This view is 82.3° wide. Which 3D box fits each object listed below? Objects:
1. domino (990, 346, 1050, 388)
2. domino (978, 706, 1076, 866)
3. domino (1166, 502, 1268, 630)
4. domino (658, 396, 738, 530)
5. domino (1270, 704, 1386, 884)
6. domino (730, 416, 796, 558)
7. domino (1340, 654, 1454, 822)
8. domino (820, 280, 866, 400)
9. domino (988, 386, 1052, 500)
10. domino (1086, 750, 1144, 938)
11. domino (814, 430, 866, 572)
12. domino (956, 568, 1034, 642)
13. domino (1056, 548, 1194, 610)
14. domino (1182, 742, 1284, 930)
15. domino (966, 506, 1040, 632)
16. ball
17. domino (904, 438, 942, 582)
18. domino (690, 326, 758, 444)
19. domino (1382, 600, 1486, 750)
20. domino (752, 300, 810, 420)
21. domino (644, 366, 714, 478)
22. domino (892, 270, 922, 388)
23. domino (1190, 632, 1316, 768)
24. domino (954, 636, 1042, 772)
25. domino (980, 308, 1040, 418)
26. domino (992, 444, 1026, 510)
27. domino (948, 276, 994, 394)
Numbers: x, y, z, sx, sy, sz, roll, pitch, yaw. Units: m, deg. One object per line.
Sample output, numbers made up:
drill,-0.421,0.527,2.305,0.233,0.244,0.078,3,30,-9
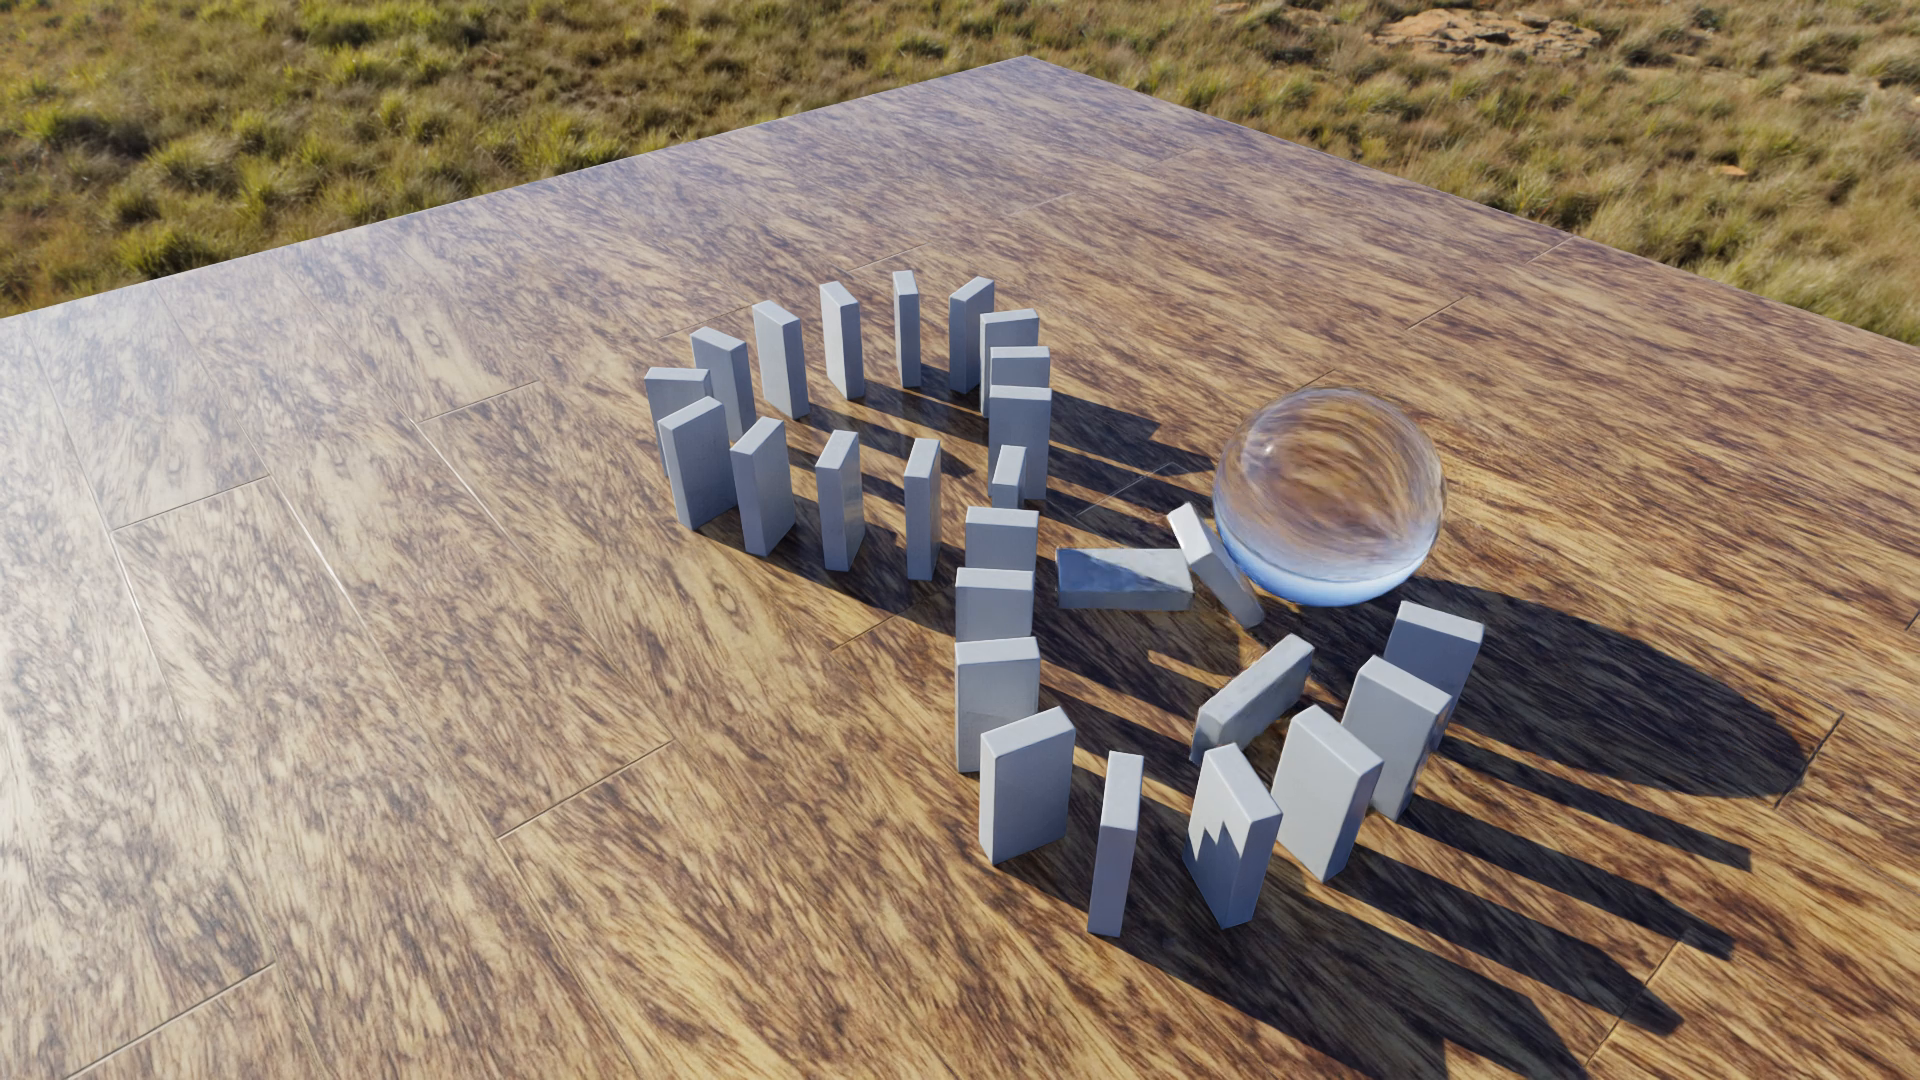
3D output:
domino,0.026,-0.061,0.486,0.025,0.050,0.010,-1,39,-1
domino,0.019,0.073,0.323,0.025,0.050,0.009,-16,42,-19
domino,0.094,0.010,0.400,0.009,0.050,0.025,-32,44,18
domino,-0.106,-0.031,0.449,0.009,0.050,0.025,29,48,31
domino,0.105,0.074,0.321,0.009,0.050,0.025,-23,44,-25
domino,-0.078,-0.021,0.437,0.010,0.050,0.025,14,41,17
domino,0.130,0.061,0.337,0.025,0.050,0.009,31,48,32
domino,-0.056,-0.095,0.528,0.010,0.050,0.025,-18,43,-21
domino,0.025,-0.040,0.461,0.025,0.050,0.009,4,39,5
domino,0.043,0.085,0.307,0.009,0.050,0.025,7,40,9
domino,-0.046,-0.015,0.430,0.010,0.050,0.025,7,40,9
domino,0.011,0.032,0.372,0.025,0.050,0.010,3,39,4
domino,0.063,0.015,0.425,0.050,0.010,0.025,1,39,1
domino,0.076,0.084,0.309,0.010,0.050,0.025,-12,41,-14
domino,0.015,0.011,0.398,0.025,0.050,0.009,4,40,5
ball,0.132,-0.015,0.397,0.080,0.080,0.080,0,39,0
domino,-0.014,-0.011,0.425,0.010,0.050,0.025,5,40,7
domino,-0.106,-0.069,0.495,0.025,0.050,0.009,24,45,27
domino,0.149,0.045,0.357,0.025,0.050,0.010,18,43,21
domino,-0.083,-0.084,0.514,0.009,0.050,0.025,-29,47,-31
domino,-0.117,-0.049,0.472,0.025,0.050,0.009,3,39,4
domino,-0.026,-0.103,0.537,0.009,0.050,0.025,-6,40,-7
domino,0.097,0.054,0.365,0.050,0.025,0.010,-30,48,-32
domino,0.011,0.053,0.347,0.025,0.050,0.009,-4,39,-5
domino,0.022,-0.082,0.511,0.025,0.050,0.010,-8,40,-10
domino,0.018,-0.008,0.422,0.009,0.050,0.025,6,40,8
domino,0.006,-0.099,0.532,0.010,0.050,0.025,23,44,25
